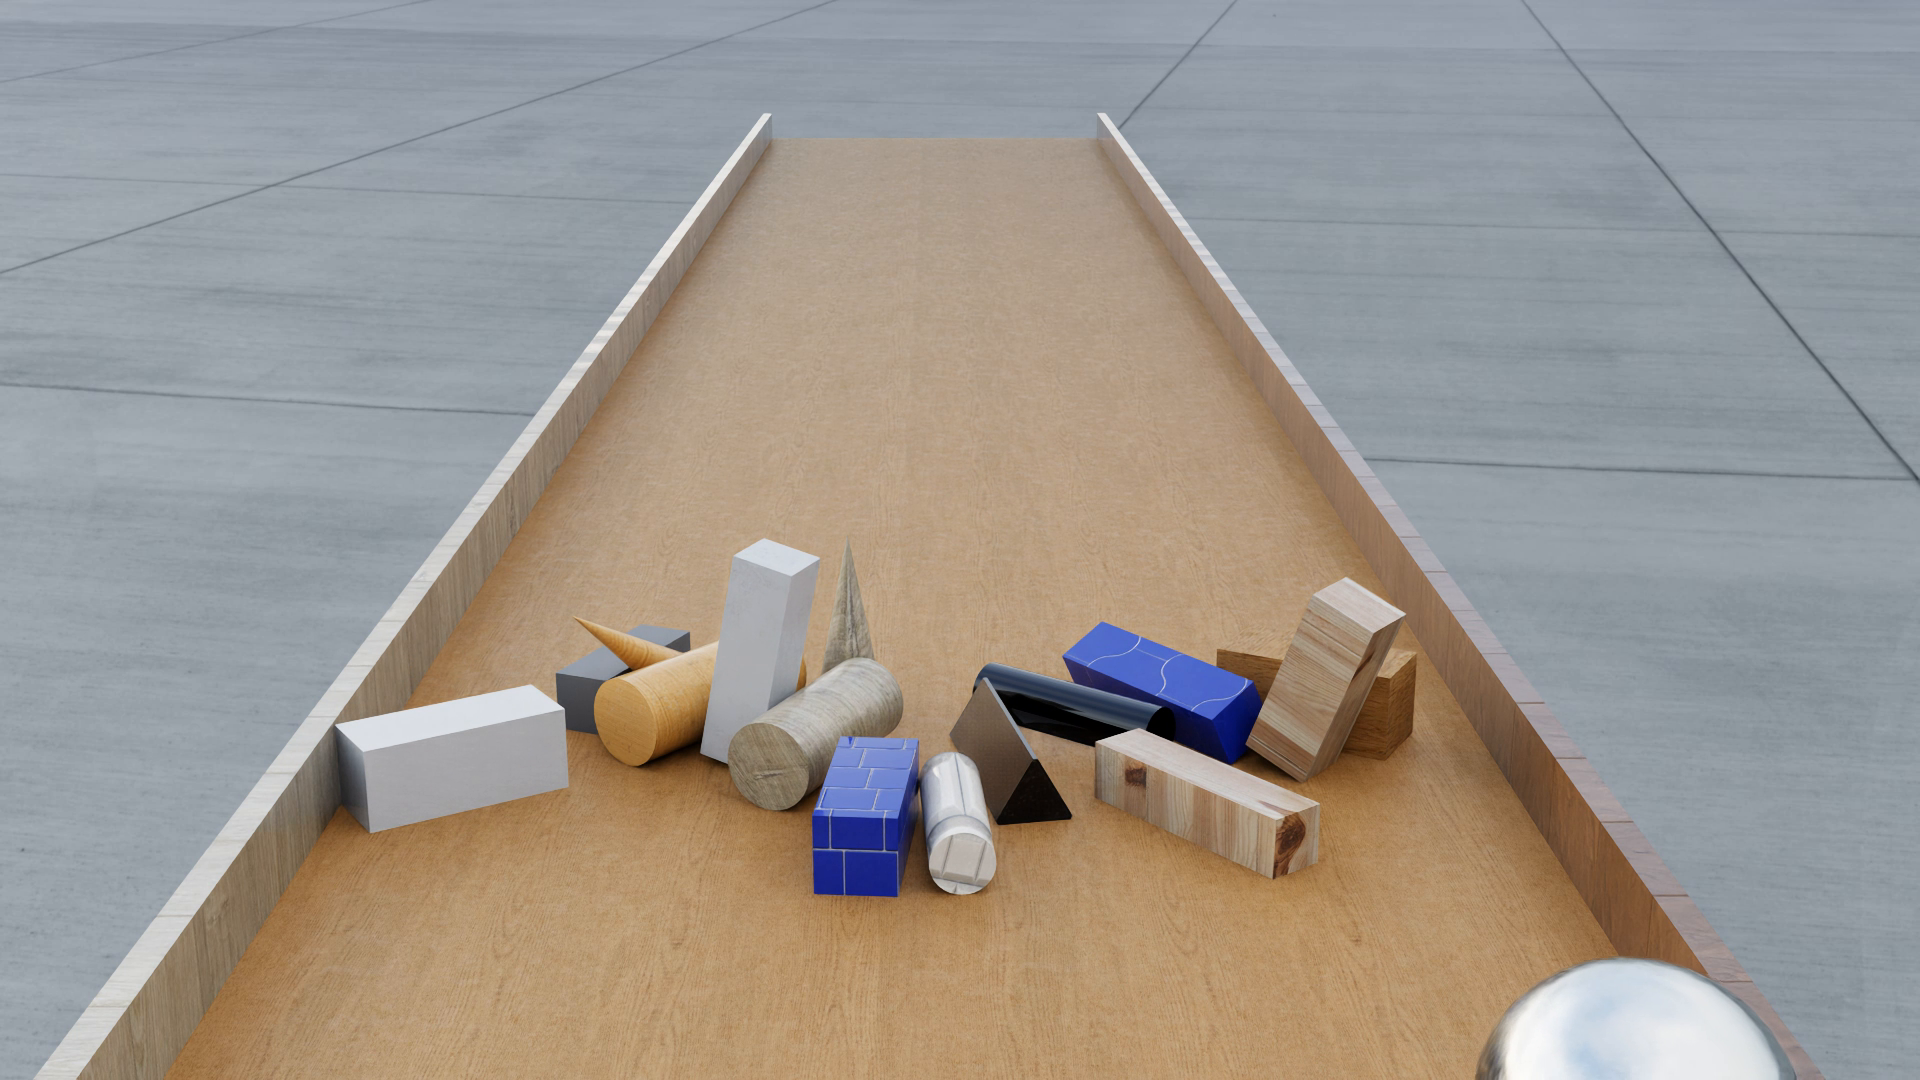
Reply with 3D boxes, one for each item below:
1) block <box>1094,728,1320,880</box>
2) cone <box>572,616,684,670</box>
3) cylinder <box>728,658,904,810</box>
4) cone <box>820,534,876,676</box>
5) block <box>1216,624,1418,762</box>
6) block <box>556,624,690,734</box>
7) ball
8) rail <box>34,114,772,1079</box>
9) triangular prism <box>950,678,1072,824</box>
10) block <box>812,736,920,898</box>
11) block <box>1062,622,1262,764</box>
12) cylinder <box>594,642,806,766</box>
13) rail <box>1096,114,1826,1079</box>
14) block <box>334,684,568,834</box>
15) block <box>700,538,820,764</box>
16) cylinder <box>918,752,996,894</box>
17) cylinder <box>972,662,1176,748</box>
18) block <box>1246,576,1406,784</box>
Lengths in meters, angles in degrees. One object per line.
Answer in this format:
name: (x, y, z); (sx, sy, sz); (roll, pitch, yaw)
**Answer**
block: (0.399, 0.427, 3.612); (0.101, 0.101, 0.417); (-13, 21, -37)
cone: (-0.598, 0.202, 4.008); (0.104, 0.104, 0.381); (10, -16, 31)
cylinder: (-0.247, 0.333, 3.833); (0.156, 0.156, 0.356); (7, 18, 24)
cone: (-0.208, 0.152, 4.113); (0.135, 0.344, 0.135); (0, 17, 0)
block: (0.650, 0.276, 4.025); (0.327, 0.156, 0.156); (9, 19, 28)
block: (-0.632, 0.262, 4.156); (0.108, 0.108, 0.301); (7, 18, 22)
ball: (0.748, 0.644, 2.434); (0.358, 0.358, 0.358); (0, 17, 0)
rail: (-1.118, -0.838, 7.780); (0.050, 0.150, 12.000); (0, 17, -1)
triangular prism: (0.084, 0.357, 3.819); (0.128, 0.111, 0.395); (-3, 17, -11)
block: (-0.147, 0.438, 3.523); (0.131, 0.131, 0.327); (1, 17, 4)
block: (0.375, 0.276, 4.039); (0.109, 0.109, 0.413); (-39, 34, -22)
cylinder: (-0.469, 0.278, 4.011); (0.160, 0.160, 0.384); (13, 21, 37)
rail: (0.932, -0.844, 7.801); (0.050, 0.150, 12.000); (0, 17, -1)
block: (-0.861, 0.368, 3.738); (0.351, 0.144, 0.144); (-11, 20, -32)
block: (-0.350, 0.204, 3.844); (0.112, 0.382, 0.112); (19, 22, 17)
cylinder: (-0.007, 0.450, 3.531); (0.104, 0.104, 0.329); (-1, 17, -4)
cylinder: (0.204, 0.312, 3.997); (0.380, 0.103, 0.103); (13, 21, 36)
block: (0.631, 0.243, 3.806); (0.124, 0.322, 0.124); (34, 32, 25)
